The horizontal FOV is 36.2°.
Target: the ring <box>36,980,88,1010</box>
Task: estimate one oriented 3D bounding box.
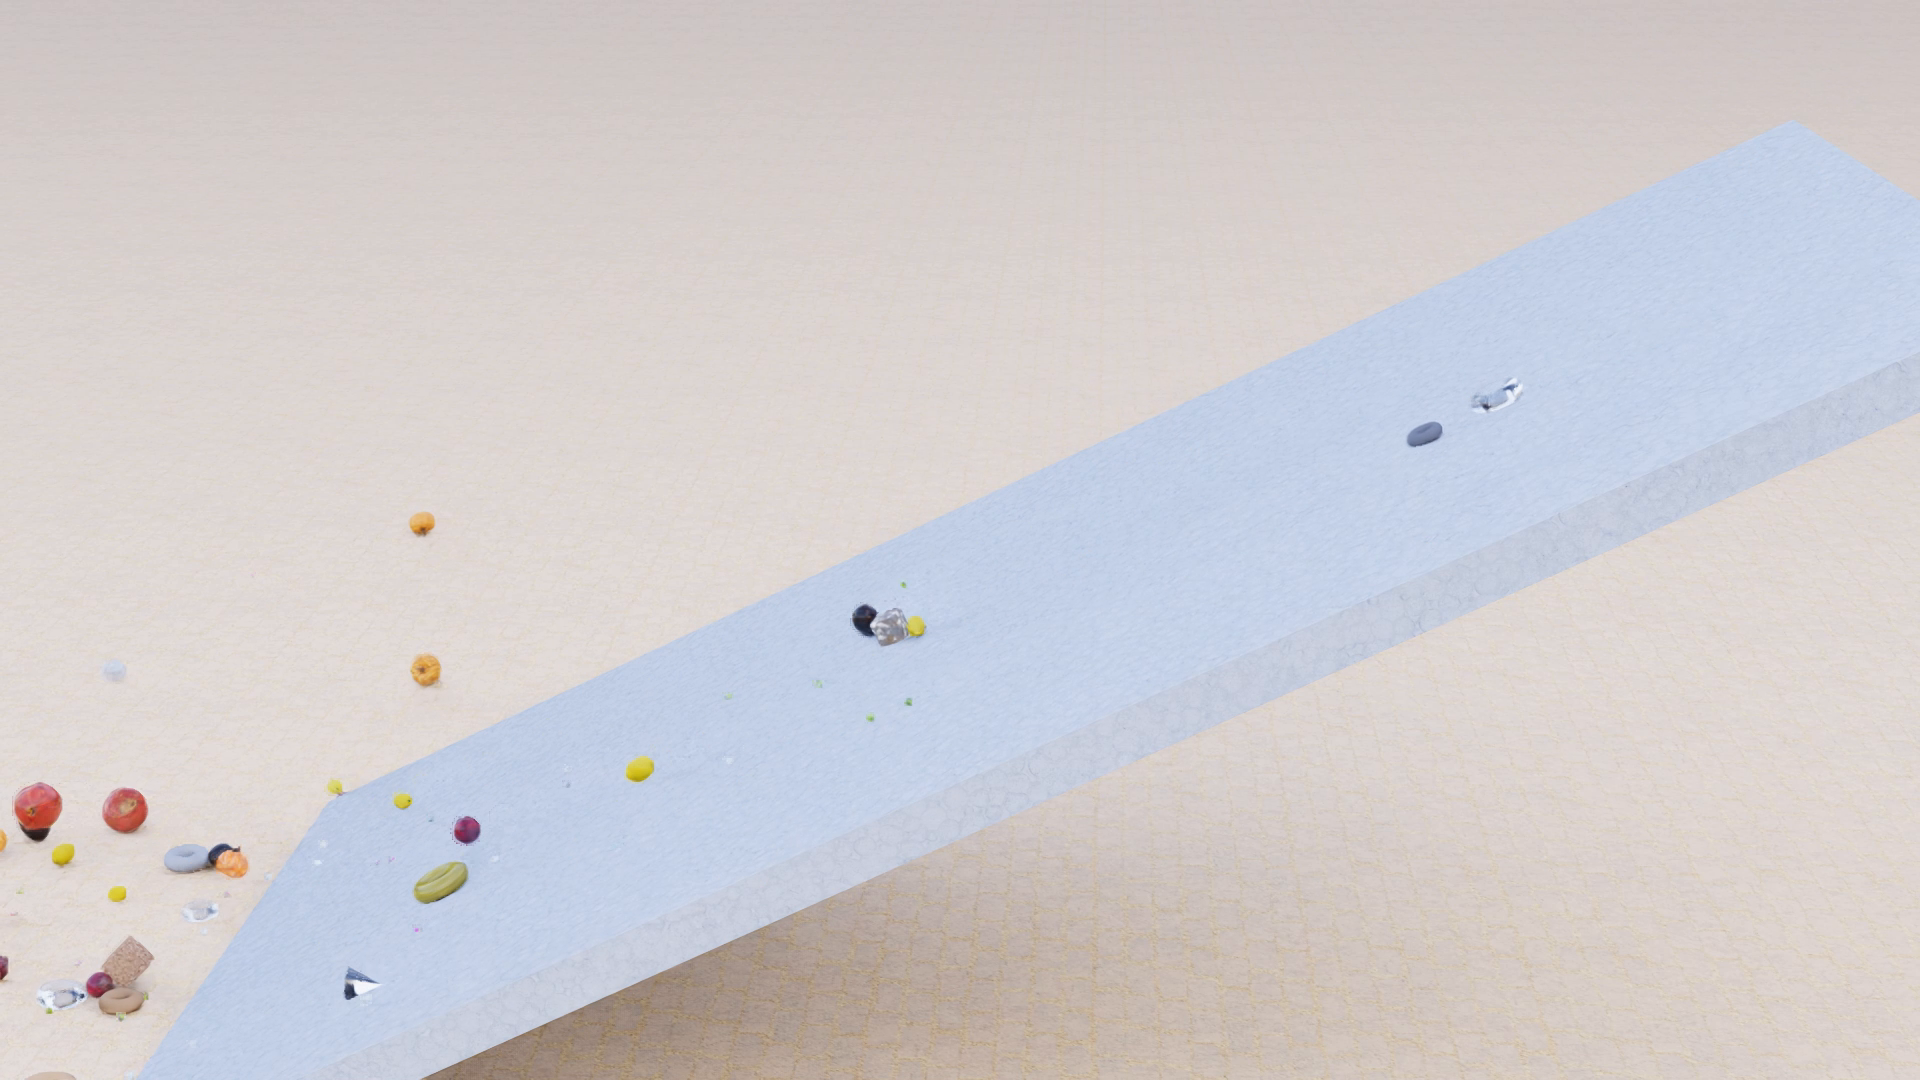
[{"bbox_3d":[-2.022,1.023,6.624,0.112,0.037,0.112,1,16,0],"label":"ring"}]

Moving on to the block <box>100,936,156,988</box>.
[{"bbox_3d":[-1.893,0.962,6.692,0.076,0.076,0.076,44,5,-9],"label":"block"}]

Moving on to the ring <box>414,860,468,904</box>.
[{"bbox_3d":[-1.105,0.729,6.268,0.128,0.043,0.128,-25,15,7],"label":"ring"}]

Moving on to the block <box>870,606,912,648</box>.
[{"bbox_3d":[-0.151,0.190,6.412,0.058,0.058,0.058,-22,15,22],"label":"block"}]

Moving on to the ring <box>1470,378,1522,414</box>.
[{"bbox_3d":[1.075,-0.289,5.894,0.111,0.037,0.111,-27,12,6],"label":"ring"}]

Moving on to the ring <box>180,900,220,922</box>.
[{"bbox_3d":[-1.829,0.893,7.077,0.093,0.031,0.093,-1,16,0],"label":"ring"}]

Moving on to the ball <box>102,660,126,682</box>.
[{"bbox_3d":[-2.507,0.390,8.722,0.067,0.067,0.067,0,16,0],"label":"ball"}]

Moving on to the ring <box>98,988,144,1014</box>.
[{"bbox_3d":[-1.881,1.034,6.595,0.098,0.033,0.098,0,15,0],"label":"ring"}]

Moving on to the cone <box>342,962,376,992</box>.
[{"bbox_3d":[-1.186,0.886,5.863,0.067,0.067,0.067,30,23,10],"label":"cone"}]

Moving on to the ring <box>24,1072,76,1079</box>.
[{"bbox_3d":[-1.913,1.155,6.162,0.134,0.045,0.134,-1,16,0],"label":"ring"}]

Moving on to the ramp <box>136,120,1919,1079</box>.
[{"bbox_3d":[0.138,0.168,6.281,4.000,0.100,2.000,-25,14,10],"label":"ramp"}]

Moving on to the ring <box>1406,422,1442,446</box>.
[{"bbox_3d":[0.932,-0.212,5.906,0.077,0.026,0.077,-25,15,7],"label":"ring"}]

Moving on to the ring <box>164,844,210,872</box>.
[{"bbox_3d":[-1.941,0.799,7.384,0.115,0.038,0.115,0,18,0],"label":"ring"}]
